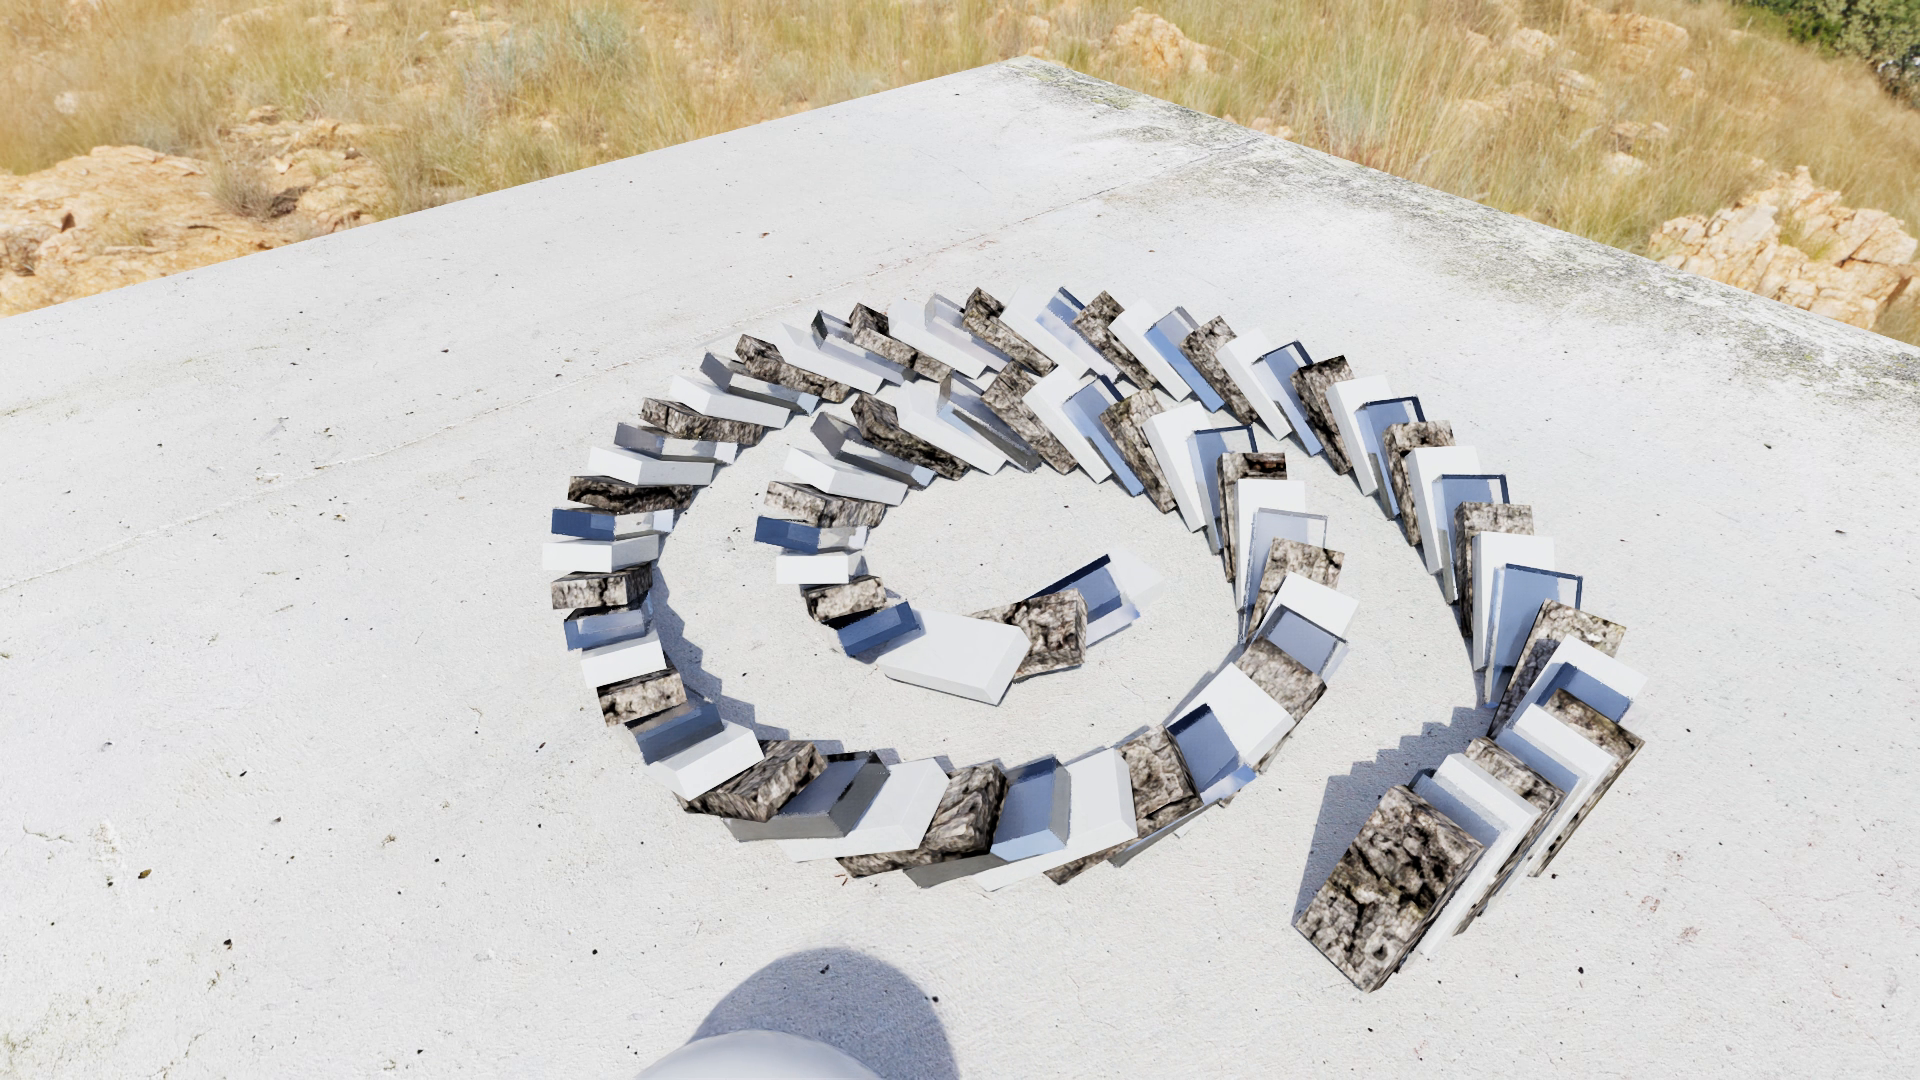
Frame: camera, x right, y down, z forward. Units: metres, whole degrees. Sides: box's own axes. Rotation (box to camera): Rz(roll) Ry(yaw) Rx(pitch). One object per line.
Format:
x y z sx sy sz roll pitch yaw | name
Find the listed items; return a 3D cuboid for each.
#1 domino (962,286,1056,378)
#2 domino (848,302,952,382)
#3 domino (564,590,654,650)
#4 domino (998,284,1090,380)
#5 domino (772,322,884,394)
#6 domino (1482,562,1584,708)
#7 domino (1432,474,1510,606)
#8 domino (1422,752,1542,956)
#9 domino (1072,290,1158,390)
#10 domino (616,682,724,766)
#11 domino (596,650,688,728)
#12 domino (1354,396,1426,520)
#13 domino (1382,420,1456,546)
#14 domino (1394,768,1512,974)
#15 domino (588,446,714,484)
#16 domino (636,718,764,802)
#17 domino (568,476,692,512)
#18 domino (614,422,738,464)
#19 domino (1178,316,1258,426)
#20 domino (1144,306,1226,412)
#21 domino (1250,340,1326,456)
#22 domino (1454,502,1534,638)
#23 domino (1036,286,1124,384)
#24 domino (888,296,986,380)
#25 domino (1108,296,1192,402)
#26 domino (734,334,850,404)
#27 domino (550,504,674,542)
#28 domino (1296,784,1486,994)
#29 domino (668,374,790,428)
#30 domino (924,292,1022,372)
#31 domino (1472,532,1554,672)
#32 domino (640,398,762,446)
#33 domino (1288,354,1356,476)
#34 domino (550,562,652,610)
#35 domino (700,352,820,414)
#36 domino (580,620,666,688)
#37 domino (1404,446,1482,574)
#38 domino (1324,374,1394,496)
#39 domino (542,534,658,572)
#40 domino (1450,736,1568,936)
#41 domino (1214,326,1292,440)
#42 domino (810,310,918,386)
0.025 -0.104 0.550 0.050 0.009 0.025 30 37 -17 | domino
-0.030 -0.097 0.541 0.050 0.010 0.025 21 31 -28 | domino
-0.123 0.028 0.389 0.025 0.010 0.050 -10 7 -12 | domino
0.045 -0.104 0.550 0.050 0.009 0.025 36 41 -10 | domino
-0.064 -0.087 0.529 0.050 0.009 0.025 16 26 -37 | domino
0.198 0.035 0.380 0.025 0.009 0.050 11 74 13 | domino
0.199 0.000 0.424 0.025 0.009 0.050 1 72 1 | domino
0.135 0.087 0.307 0.010 0.050 0.025 6 27 -45 | domino
0.081 -0.098 0.543 0.050 0.010 0.025 44 48 -1 | domino
-0.095 0.058 0.352 0.025 0.009 0.050 -22 10 -24 | domino
-0.107 0.048 0.364 0.025 0.010 0.050 -17 9 -19 | domino
0.188 -0.035 0.466 0.025 0.009 0.050 -8 73 -10 | domino
0.193 -0.024 0.452 0.025 0.009 0.050 -5 73 -6 | domino
0.125 0.091 0.302 0.009 0.050 0.025 6 27 -45 | domino
-0.128 -0.031 0.461 0.025 0.010 0.050 17 9 20 | domino
-0.082 0.066 0.342 0.025 0.010 0.050 -27 12 -28 | domino
-0.133 -0.019 0.446 0.025 0.009 0.050 12 7 15 | domino
-0.121 -0.041 0.474 0.025 0.009 0.050 19 10 22 | domino
0.129 -0.081 0.522 0.025 0.009 0.050 -34 83 -34 | domino
0.114 -0.087 0.530 0.050 0.009 0.025 49 52 4 | domino
0.157 -0.065 0.502 0.025 0.009 0.050 -25 79 -27 | domino
0.200 0.011 0.409 0.025 0.010 0.050 3 72 4 | domino
0.063 -0.102 0.547 0.050 0.010 0.025 39 43 -6 | domino
-0.012 -0.100 0.546 0.050 0.009 0.025 24 32 -24 | domino
0.098 -0.093 0.537 0.050 0.009 0.025 47 50 2 | domino
-0.079 -0.081 0.522 0.050 0.009 0.025 14 25 -41 | domino
-0.135 -0.008 0.432 0.025 0.009 0.050 7 6 10 | domino
0.116 0.094 0.298 0.009 0.050 0.025 6 27 -45 | domino
-0.104 -0.063 0.499 0.025 0.009 0.050 30 14 31 | domino
0.006 -0.102 0.548 0.050 0.010 0.025 26 34 -22 | domino
0.199 0.023 0.395 0.025 0.010 0.050 5 72 7 | domino
-0.114 -0.052 0.487 0.025 0.009 0.050 24 12 27 | domino
0.170 -0.056 0.491 0.025 0.010 0.050 -18 76 -20 | domino
-0.130 0.016 0.403 0.025 0.010 0.050 -4 6 -5 | domino
-0.093 -0.073 0.511 0.050 0.009 0.025 10 23 -48 | domino
-0.115 0.038 0.376 0.025 0.010 0.050 -14 8 -16 | domino
0.196 -0.012 0.438 0.025 0.010 0.050 -3 72 -4 | domino
0.180 -0.046 0.479 0.025 0.009 0.050 -12 74 -14 | domino
-0.135 0.004 0.417 0.025 0.010 0.050 2 5 3 | domino
0.144 0.084 0.311 0.009 0.050 0.025 6 27 -45 | domino
0.144 -0.073 0.513 0.025 0.010 0.050 -29 81 -31 | domino
-0.047 -0.093 0.537 0.050 0.010 0.025 19 29 -31 | domino
